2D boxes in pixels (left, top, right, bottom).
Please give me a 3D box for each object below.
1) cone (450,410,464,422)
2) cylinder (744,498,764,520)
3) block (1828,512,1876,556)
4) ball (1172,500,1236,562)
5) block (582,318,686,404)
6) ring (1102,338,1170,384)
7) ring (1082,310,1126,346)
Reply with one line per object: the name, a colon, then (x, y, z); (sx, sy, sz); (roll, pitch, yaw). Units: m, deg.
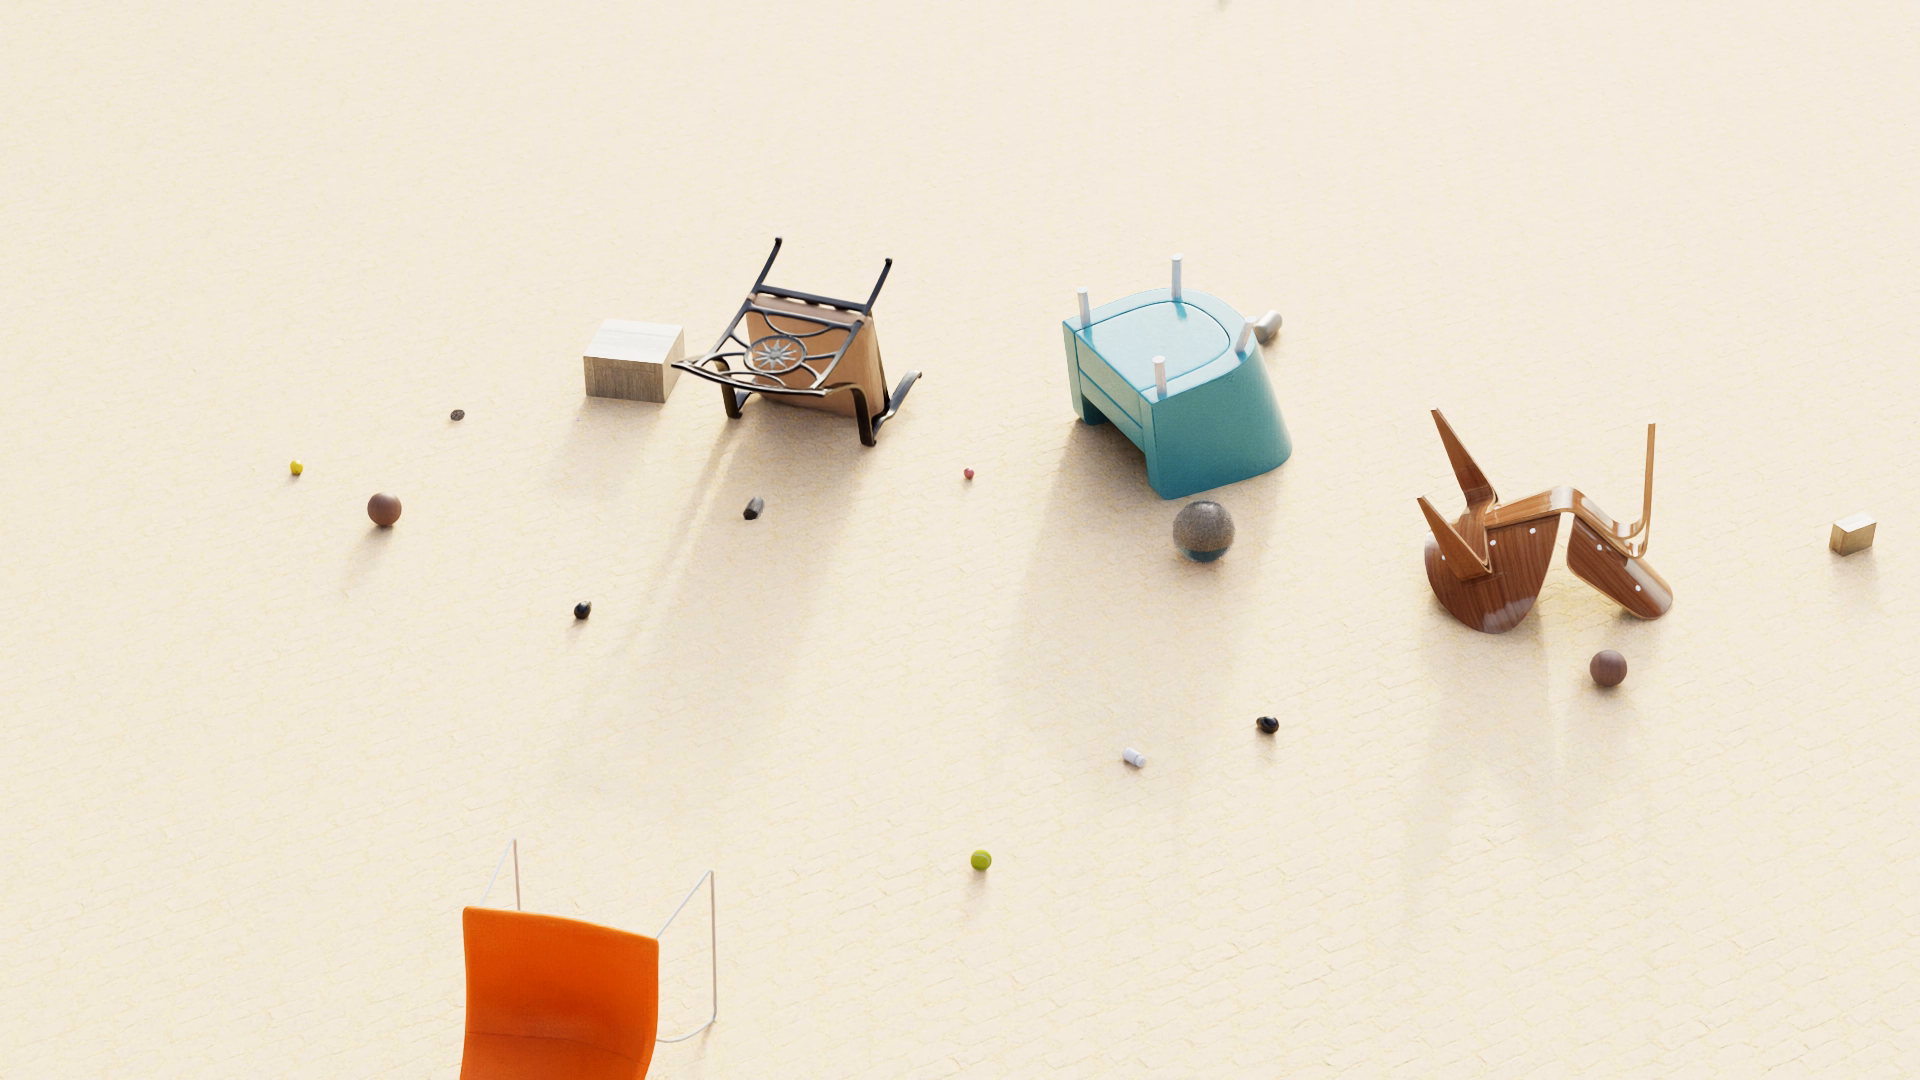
cone: (-2.011, -0.502, 11.686); (0.062, 0.047, 0.063); (-17, 17, -21)
cylinder: (-0.780, -0.118, 11.078); (0.057, 0.049, 0.087); (-8, 29, 23)
block: (3.312, -0.020, 10.876); (0.145, 0.109, 0.076); (-18, 37, -25)
ball: (0.897, -0.031, 10.783); (0.229, 0.229, 0.229); (0, 33, 0)
block: (-1.317, -0.727, 11.878); (0.329, 0.186, 0.313); (6, 34, 9)
ring: (0.721, -0.732, 12.004); (0.272, 0.059, 0.347); (-5, 33, -8)
ring: (0.604, -0.888, 12.247); (0.181, 0.052, 0.276); (-5, 33, -6)
